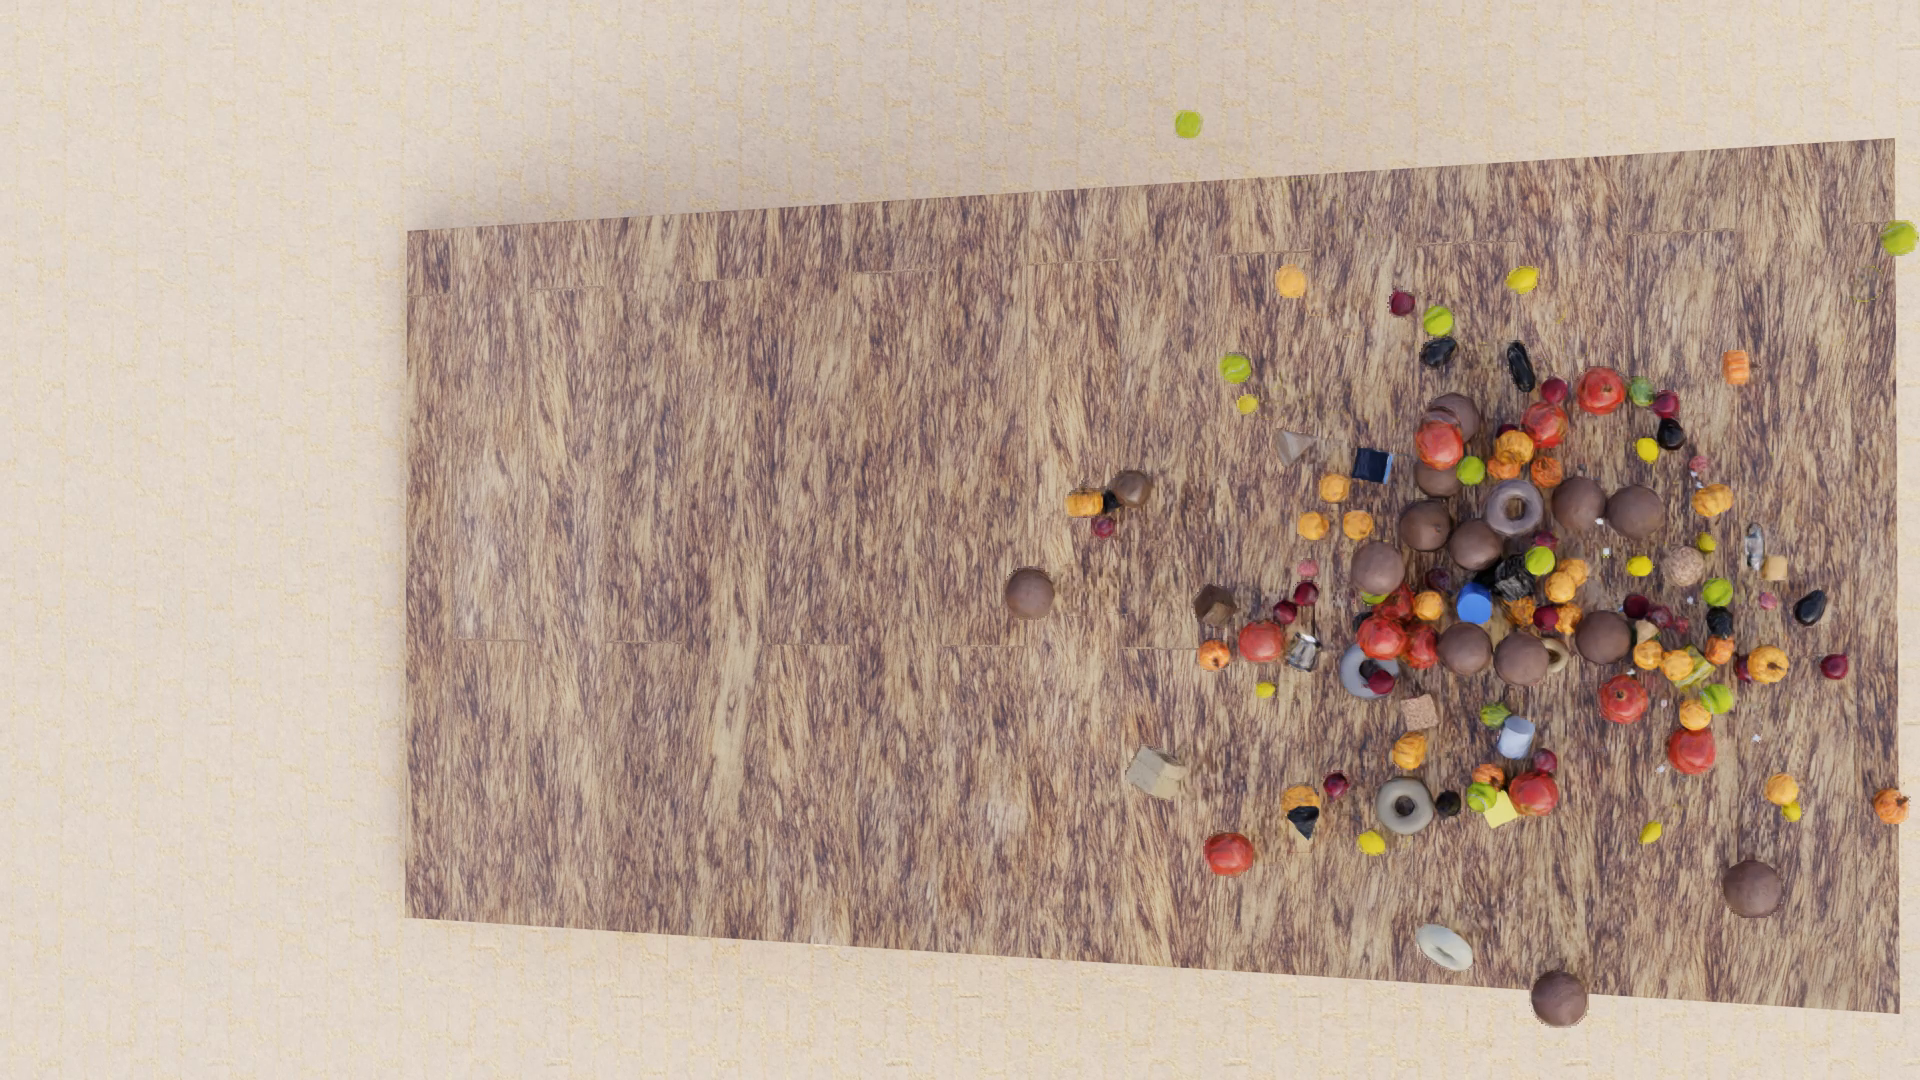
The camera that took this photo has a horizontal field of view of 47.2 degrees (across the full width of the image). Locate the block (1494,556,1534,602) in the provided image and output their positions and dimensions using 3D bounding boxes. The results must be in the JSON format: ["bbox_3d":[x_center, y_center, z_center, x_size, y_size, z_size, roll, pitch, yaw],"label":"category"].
[{"bbox_3d":[1.316,0.093,5.215,0.068,0.068,0.068,-24,121,31],"label":"block"}]

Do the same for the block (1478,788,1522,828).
[{"bbox_3d":[1.298,0.643,5.285,0.071,0.071,0.071,-28,80,18],"label":"block"}]

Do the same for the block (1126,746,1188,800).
[{"bbox_3d":[0.496,0.588,5.553,0.090,0.090,0.090,35,101,43],"label":"block"}]

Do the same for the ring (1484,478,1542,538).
[{"bbox_3d":[1.290,-0.075,5.128,0.141,0.047,0.141,0,96,-2],"label":"ring"}]

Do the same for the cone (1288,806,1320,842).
[{"bbox_3d":[0.841,0.699,5.339,0.078,0.078,0.078,-14,112,0],"label":"cone"}]

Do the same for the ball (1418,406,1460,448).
[{"bbox_3d":[1.132,-0.266,5.190,0.097,0.097,0.097,0,89,0],"label":"ball"}]

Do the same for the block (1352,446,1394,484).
[{"bbox_3d":[1.013,-0.182,5.398,0.077,0.077,0.077,14,94,20],"label":"block"}]

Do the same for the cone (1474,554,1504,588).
[{"bbox_3d":[1.304,0.097,5.296,0.093,0.093,0.093,41,89,-3],"label":"cone"}]

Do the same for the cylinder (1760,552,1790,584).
[{"bbox_3d":[1.884,0.064,5.084,0.055,0.055,0.055,16,72,0],"label":"cylinder"}]

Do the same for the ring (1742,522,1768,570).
[{"bbox_3d":[1.835,0.014,5.074,0.037,0.112,0.112,9,89,33],"label":"ring"}]

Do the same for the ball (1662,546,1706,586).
[{"bbox_3d":[1.690,0.060,5.136,0.094,0.094,0.094,0,89,0],"label":"ball"}]

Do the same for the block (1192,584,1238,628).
[{"bbox_3d":[0.639,0.165,5.507,0.069,0.069,0.069,17,125,-28],"label":"block"}]

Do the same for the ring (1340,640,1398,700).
[{"bbox_3d":[1.006,0.319,5.408,0.146,0.049,0.146,-2,84,19],"label":"ring"}]

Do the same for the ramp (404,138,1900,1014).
[{"bbox_3d":[0.281,0.089,5.758,4.000,0.100,2.000,0,89,20],"label":"ramp"}]

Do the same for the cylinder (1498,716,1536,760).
[{"bbox_3d":[1.331,0.474,5.260,0.073,0.073,0.073,9,121,0],"label":"cylinder"}]

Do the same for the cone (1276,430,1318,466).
[{"bbox_3d":[0.849,-0.241,5.478,0.094,0.094,0.094,-16,89,-8],"label":"cone"}]

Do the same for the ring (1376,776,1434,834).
[{"bbox_3d":[1.087,0.649,5.376,0.143,0.048,0.143,0,89,19],"label":"ring"}]

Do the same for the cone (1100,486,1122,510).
[{"bbox_3d":[0.408,-0.101,5.645,0.066,0.066,0.066,16,89,-29],"label":"cone"}]

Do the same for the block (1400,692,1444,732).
[{"bbox_3d":[1.123,0.418,5.350,0.076,0.076,0.076,-17,83,19],"label":"block"}]

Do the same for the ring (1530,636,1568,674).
[{"bbox_3d":[1.413,0.275,5.269,0.090,0.030,0.090,0,89,22],"label":"ring"}]

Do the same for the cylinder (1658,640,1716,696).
[{"bbox_3d":[1.698,0.298,5.131,0.091,0.091,0.091,45,104,1],"label":"cylinder"}]

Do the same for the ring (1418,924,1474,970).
[{"bbox_3d":[1.163,0.977,5.274,0.146,0.146,0.049,38,68,0],"label":"ring"}]

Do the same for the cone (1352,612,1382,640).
[{"bbox_3d":[0.994,0.212,5.403,0.070,0.070,0.070,0,89,20],"label":"cone"}]

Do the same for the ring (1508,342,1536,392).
[{"bbox_3d":[1.339,-0.412,5.244,0.042,0.125,0.125,-17,89,19],"label":"ring"}]

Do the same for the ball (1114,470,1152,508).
[{"bbox_3d":[0.439,-0.130,5.598,0.097,0.097,0.097,0,89,0],"label":"ball"}]

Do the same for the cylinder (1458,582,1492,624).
[{"bbox_3d":[1.237,0.153,5.285,0.080,0.080,0.080,4,110,12],"label":"cylinder"}]
